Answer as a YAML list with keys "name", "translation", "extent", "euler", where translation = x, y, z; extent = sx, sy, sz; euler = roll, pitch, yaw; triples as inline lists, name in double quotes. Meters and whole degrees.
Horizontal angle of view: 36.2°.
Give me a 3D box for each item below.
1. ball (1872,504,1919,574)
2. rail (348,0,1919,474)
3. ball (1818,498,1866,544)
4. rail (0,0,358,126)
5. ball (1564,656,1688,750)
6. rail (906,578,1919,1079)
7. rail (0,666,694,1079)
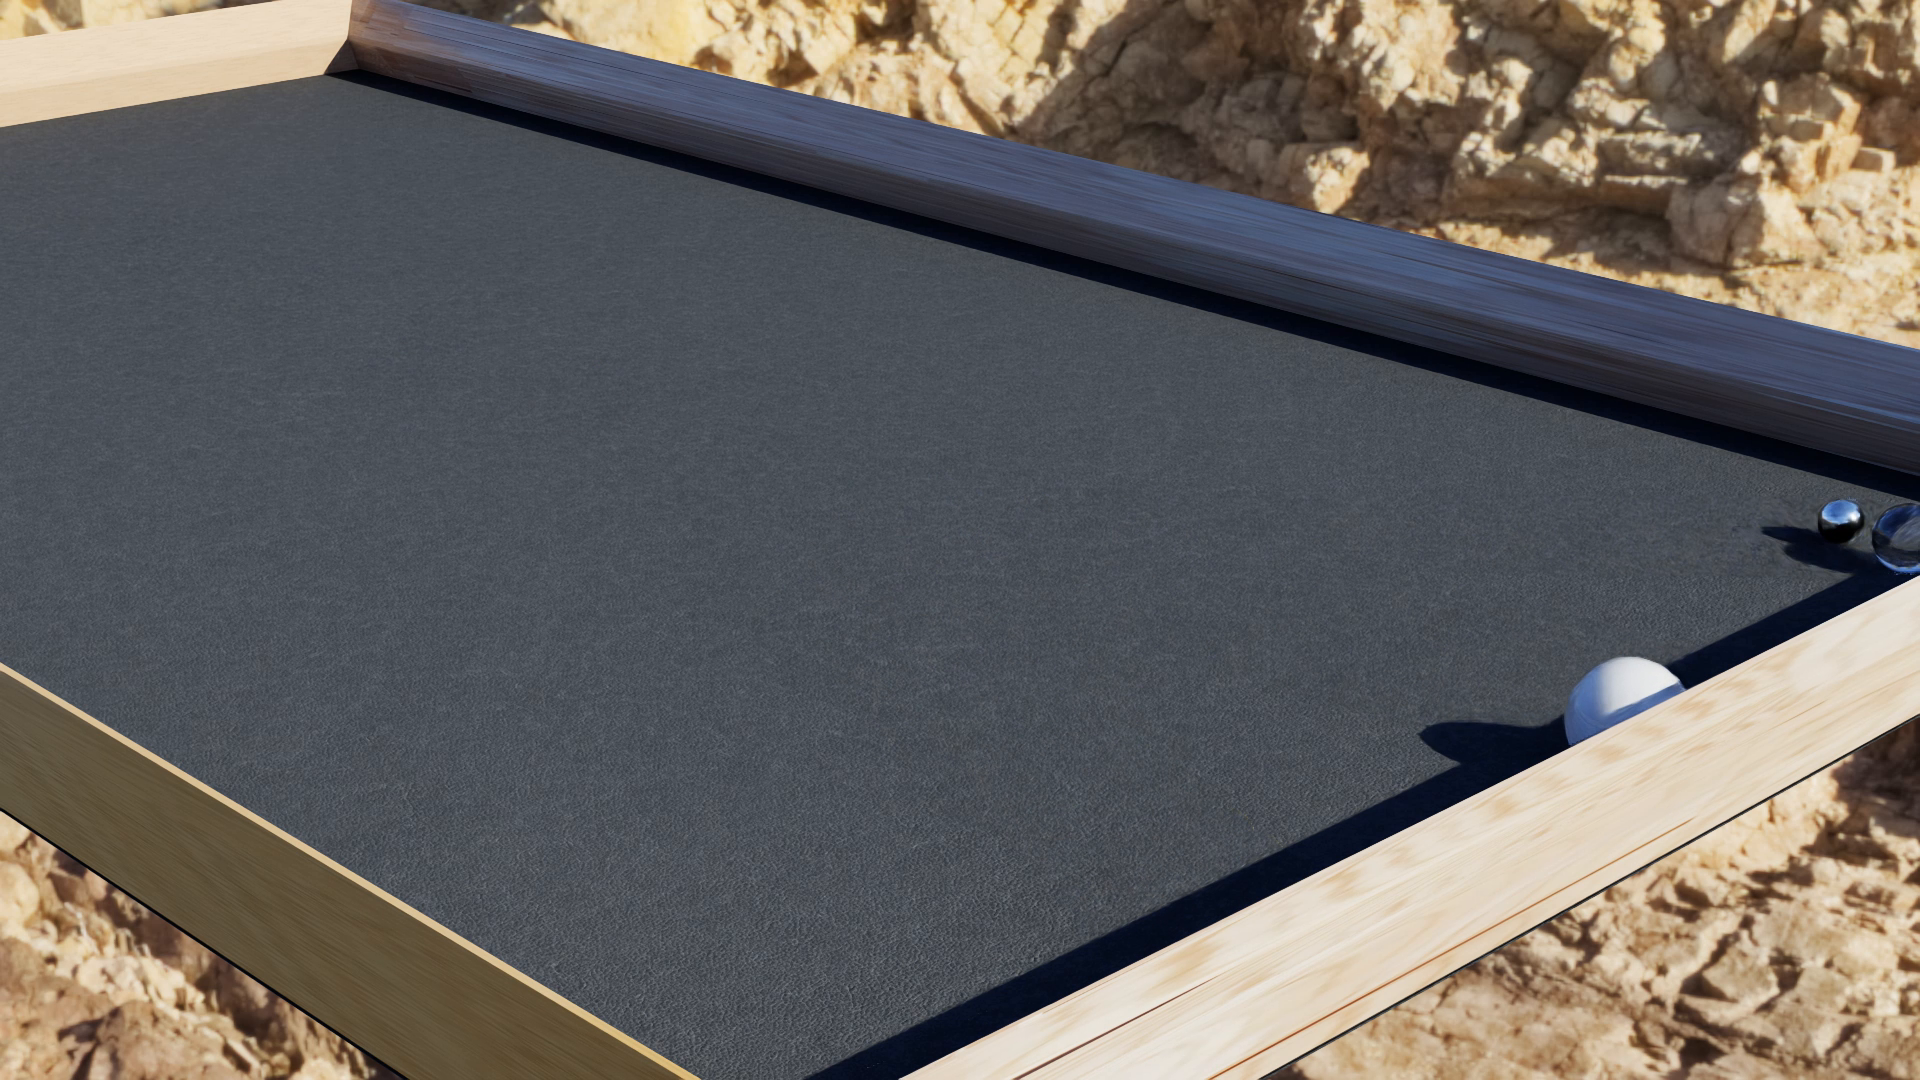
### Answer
- name: "ball"
  translation: [0.873, -0.001, 2.708]
  extent: [0.065, 0.065, 0.065]
  euler: [0, 21, 0]
- name: "rail"
  translation: [0.074, -0.441, 3.789]
  extent: [0.045, 0.128, 3.144]
  euler: [-19, 27, -40]
- name: "ball"
  translation: [0.833, -0.017, 2.781]
  extent: [0.044, 0.044, 0.044]
  euler: [0, 21, 0]
- name: "rail"
  translation: [-1.618, -0.624, 4.277]
  extent: [1.764, 0.128, 0.045]
  euler: [-19, 27, -40]
- name: "ball"
  translation: [0.520, 0.140, 2.285]
  extent: [0.099, 0.099, 0.099]
  euler: [0, 21, 0]
- name: "rail"
  translation: [0.528, 0.160, 2.187]
  extent: [1.764, 0.128, 0.045]
  euler: [-19, 27, -40]
- name: "rail"
  translation: [-1.163, -0.023, 2.675]
  extent: [0.045, 0.128, 3.144]
  euler: [-19, 27, -40]
